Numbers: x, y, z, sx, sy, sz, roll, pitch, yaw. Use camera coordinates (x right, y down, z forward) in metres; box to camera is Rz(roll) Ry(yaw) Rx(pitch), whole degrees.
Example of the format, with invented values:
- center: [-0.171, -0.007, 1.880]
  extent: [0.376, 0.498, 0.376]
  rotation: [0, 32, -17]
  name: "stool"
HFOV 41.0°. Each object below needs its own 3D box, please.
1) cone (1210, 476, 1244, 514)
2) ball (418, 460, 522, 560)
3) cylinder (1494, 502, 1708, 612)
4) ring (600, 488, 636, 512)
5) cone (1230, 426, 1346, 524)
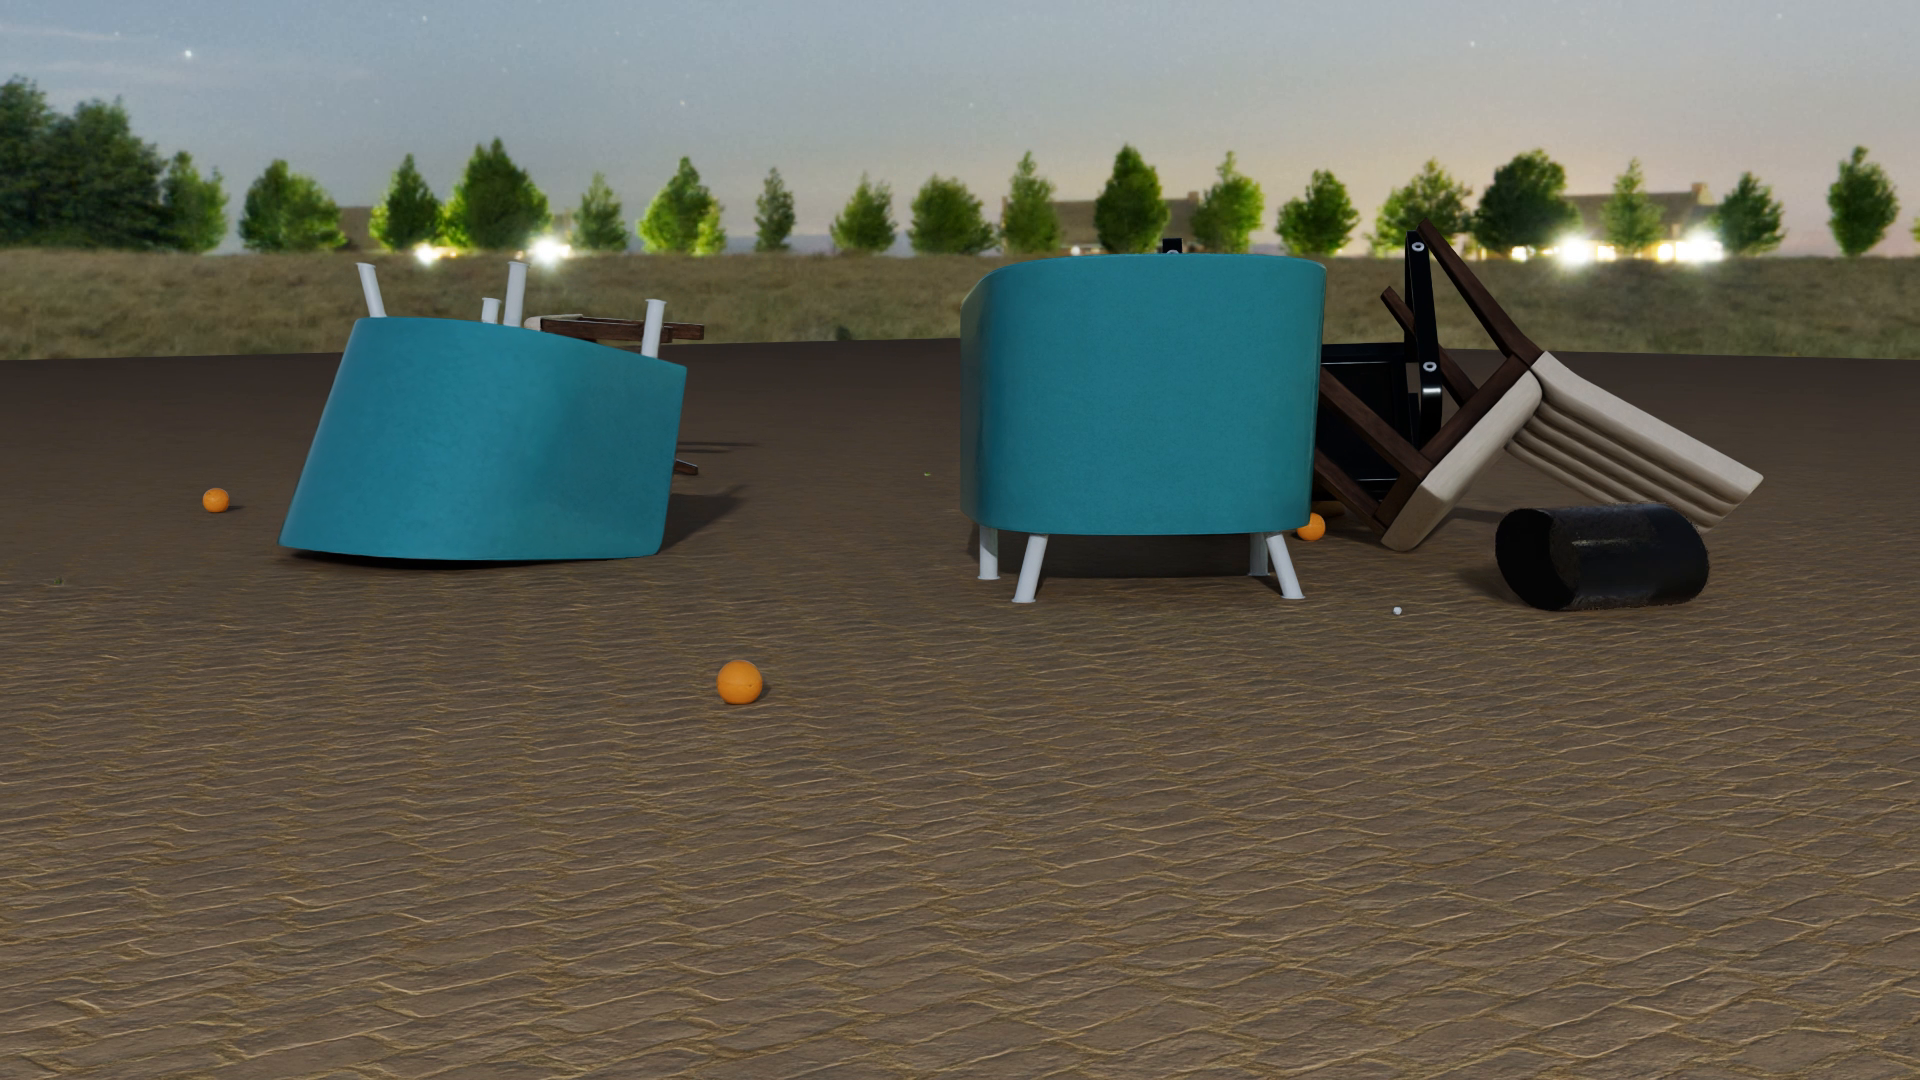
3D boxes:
- center: [0.829, -0.185, 7.193]
  extent: [0.239, 0.209, 0.280]
  rotation: [-5, 8, -39]
  name: "cone"
- center: [-1.135, -0.069, 5.937]
  extent: [0.236, 0.236, 0.236]
  rotation: [0, 6, 0]
  name: "ball"
- center: [1.282, 0.032, 5.137]
  extent: [0.308, 0.191, 0.289]
  rotation: [-3, 20, -23]
  name: "cylinder"
- center: [-0.968, -0.114, 7.271]
  extent: [0.105, 0.051, 0.220]
  rotation: [1, 7, -5]
  name: "ring"
- center: [0.961, -0.121, 6.962]
  extent: [0.320, 0.276, 0.348]
  rotation: [10, -11, 41]
  name: "cone"
